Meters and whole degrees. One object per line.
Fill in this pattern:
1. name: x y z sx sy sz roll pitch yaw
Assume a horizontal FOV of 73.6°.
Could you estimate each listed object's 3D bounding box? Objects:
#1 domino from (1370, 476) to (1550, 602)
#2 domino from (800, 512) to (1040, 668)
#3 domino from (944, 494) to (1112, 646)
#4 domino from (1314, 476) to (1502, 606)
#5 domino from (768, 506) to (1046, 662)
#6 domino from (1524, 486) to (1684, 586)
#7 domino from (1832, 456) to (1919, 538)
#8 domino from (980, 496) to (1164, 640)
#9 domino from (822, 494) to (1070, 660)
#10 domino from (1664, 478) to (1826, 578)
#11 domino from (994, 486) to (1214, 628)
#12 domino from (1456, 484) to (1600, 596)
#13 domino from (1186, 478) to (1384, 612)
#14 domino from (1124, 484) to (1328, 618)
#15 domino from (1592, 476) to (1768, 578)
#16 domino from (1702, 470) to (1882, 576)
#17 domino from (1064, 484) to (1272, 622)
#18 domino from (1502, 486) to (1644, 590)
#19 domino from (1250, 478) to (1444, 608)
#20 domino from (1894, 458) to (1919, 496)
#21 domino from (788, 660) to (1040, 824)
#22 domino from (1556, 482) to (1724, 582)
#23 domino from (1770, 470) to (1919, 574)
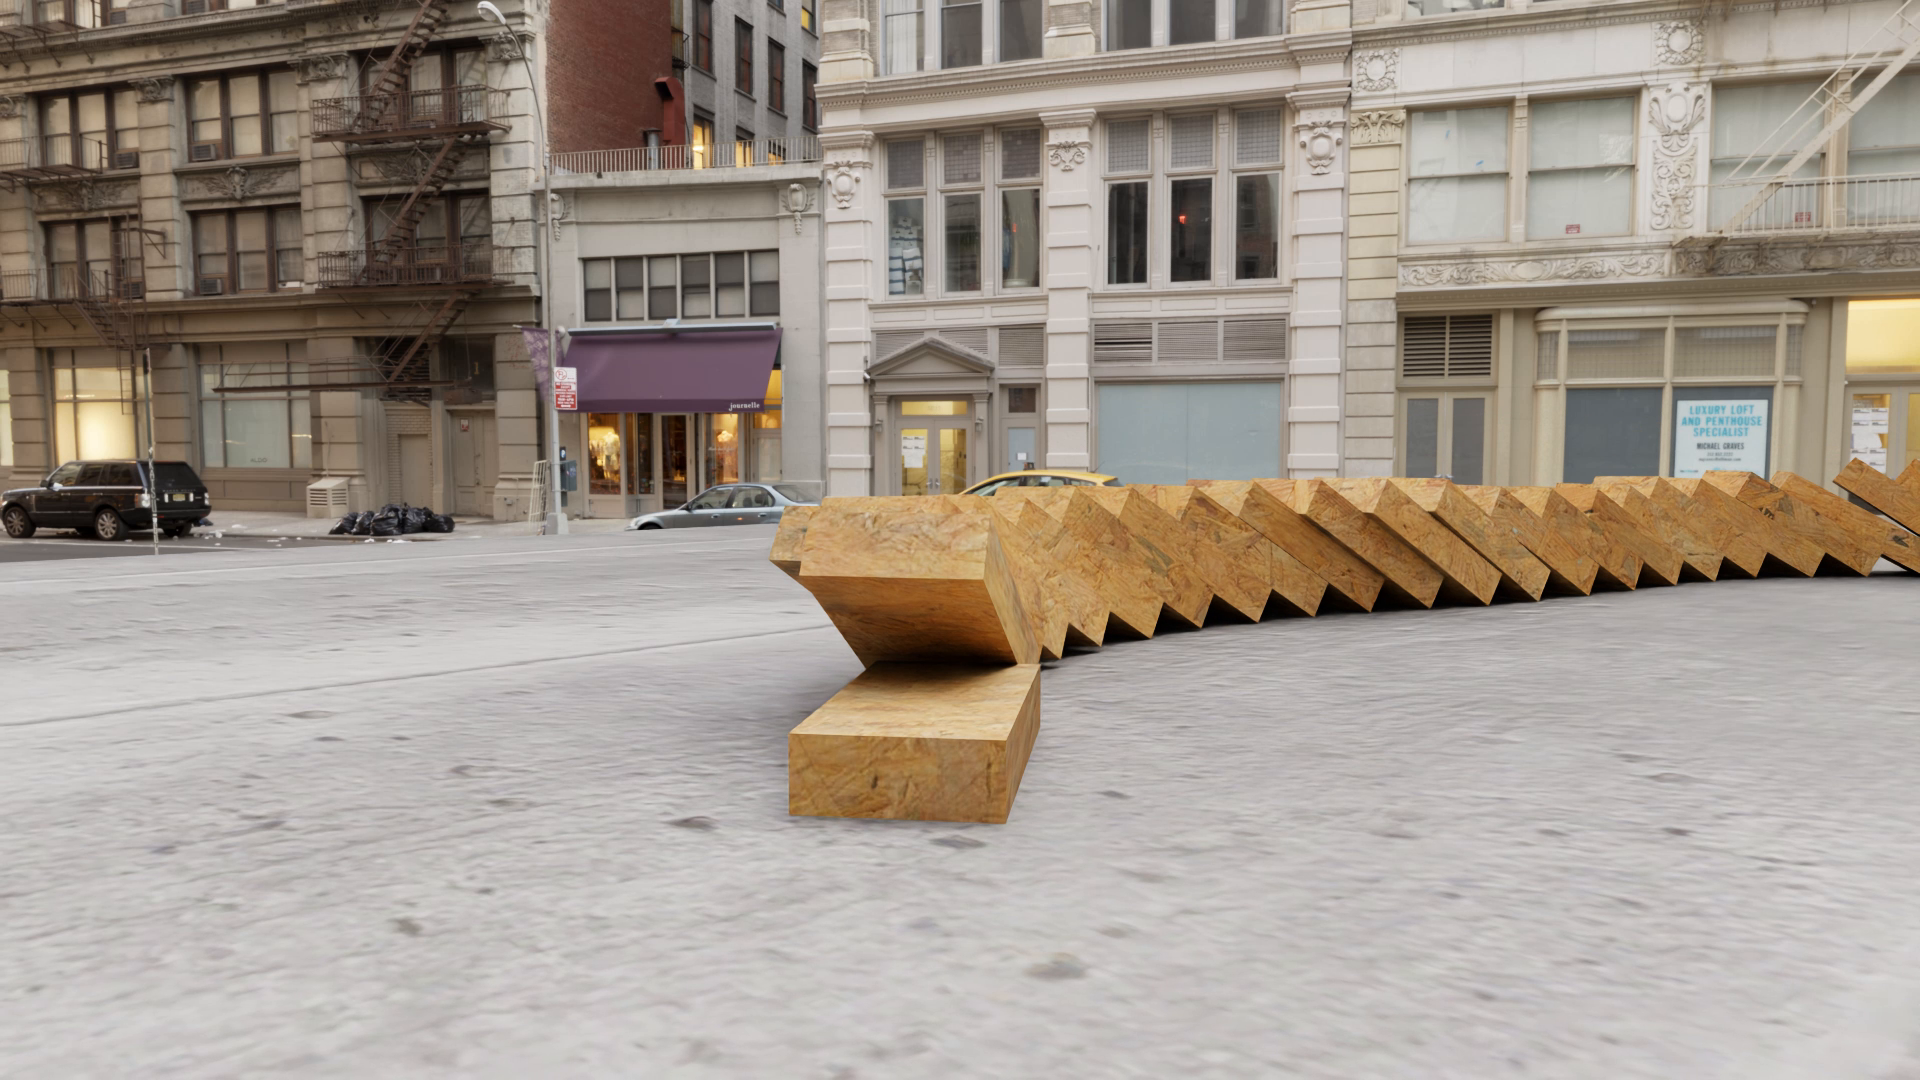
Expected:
1. domino: 0.133 0.000 0.346 0.050 0.010 0.025 33 -13 -29
2. domino: -0.004 0.012 0.192 0.025 0.010 0.050 1 -26 12
3. domino: 0.006 0.007 0.254 0.025 0.010 0.050 0 -25 39
4. domino: 0.116 0.000 0.337 0.050 0.009 0.025 32 -12 -27
5. domino: -0.007 0.010 0.216 0.025 0.010 0.050 2 -25 29
6. domino: 0.191 -0.001 0.384 0.050 0.010 0.025 27 -10 -30
7. domino: 0.313 -0.008 0.421 0.050 0.010 0.025 43 23 25
8. domino: 0.019 0.006 0.274 0.025 0.010 0.050 5 -22 46
9. domino: -0.002 0.008 0.234 0.025 0.010 0.050 0 -26 32
10. domino: 0.250 -0.005 0.417 0.050 0.009 0.025 27 0 -8
11. domino: 0.032 0.004 0.289 0.050 0.009 0.025 33 -18 -34
12. domino: 0.153 0.000 0.359 0.050 0.010 0.025 29 -11 -30
13. domino: 0.081 0.001 0.324 0.050 0.010 0.025 32 -11 -26
14. domino: 0.064 0.003 0.314 0.050 0.009 0.025 31 -12 -29
15. domino: 0.228 -0.004 0.409 0.050 0.009 0.025 28 -6 -17
16. domino: 0.271 -0.006 0.421 0.050 0.010 0.025 31 4 -2
17. domino: 0.047 0.003 0.303 0.050 0.009 0.025 32 -13 -30
18. domino: 0.172 -0.001 0.371 0.050 0.009 0.025 28 -11 -30
19. domino: 0.098 0.001 0.331 0.050 0.009 0.025 32 -12 -26
20. domino: 0.330 -0.007 0.412 0.025 0.010 0.050 1 37 -44
21. domino: -0.004 0.025 0.170 0.025 0.010 0.050 1 4 8
22. domino: 0.209 -0.002 0.397 0.050 0.009 0.025 27 -8 -25
23. domino: 0.295 -0.006 0.425 0.050 0.009 0.025 33 16 18
